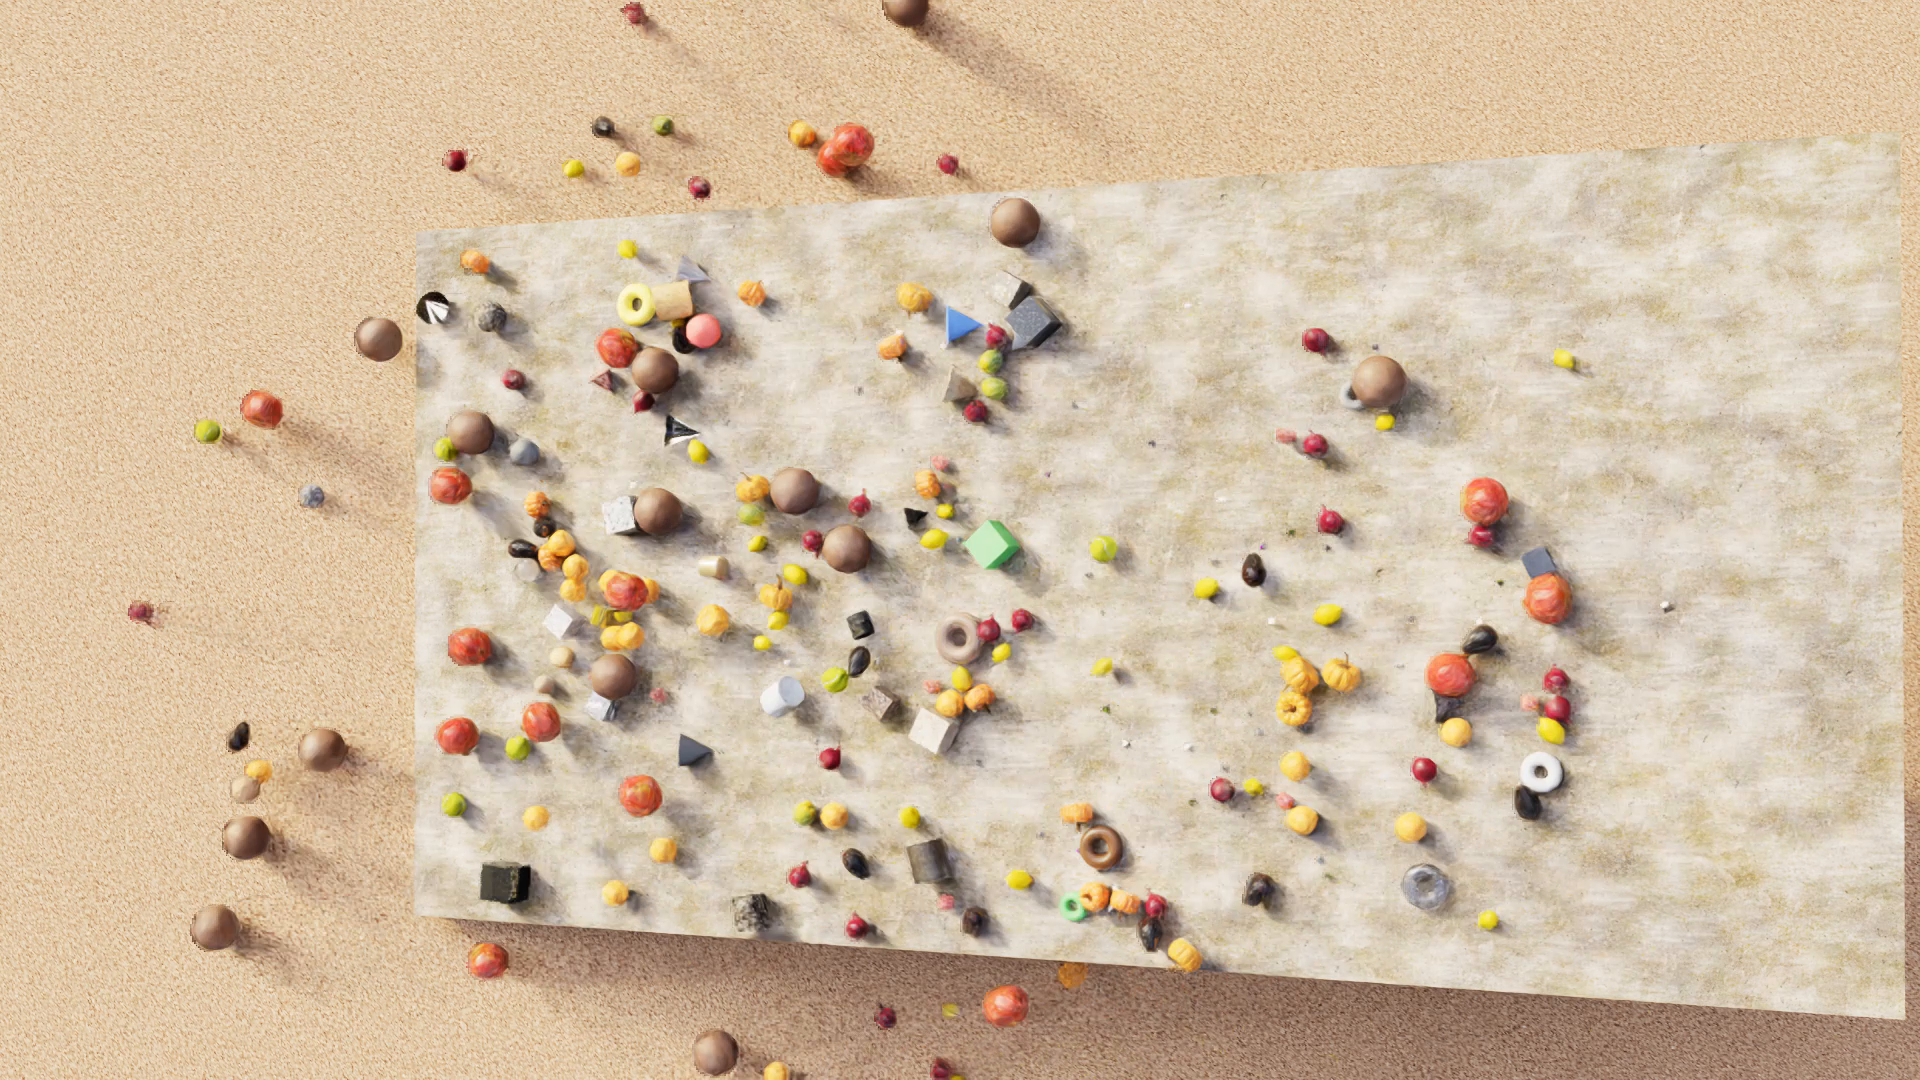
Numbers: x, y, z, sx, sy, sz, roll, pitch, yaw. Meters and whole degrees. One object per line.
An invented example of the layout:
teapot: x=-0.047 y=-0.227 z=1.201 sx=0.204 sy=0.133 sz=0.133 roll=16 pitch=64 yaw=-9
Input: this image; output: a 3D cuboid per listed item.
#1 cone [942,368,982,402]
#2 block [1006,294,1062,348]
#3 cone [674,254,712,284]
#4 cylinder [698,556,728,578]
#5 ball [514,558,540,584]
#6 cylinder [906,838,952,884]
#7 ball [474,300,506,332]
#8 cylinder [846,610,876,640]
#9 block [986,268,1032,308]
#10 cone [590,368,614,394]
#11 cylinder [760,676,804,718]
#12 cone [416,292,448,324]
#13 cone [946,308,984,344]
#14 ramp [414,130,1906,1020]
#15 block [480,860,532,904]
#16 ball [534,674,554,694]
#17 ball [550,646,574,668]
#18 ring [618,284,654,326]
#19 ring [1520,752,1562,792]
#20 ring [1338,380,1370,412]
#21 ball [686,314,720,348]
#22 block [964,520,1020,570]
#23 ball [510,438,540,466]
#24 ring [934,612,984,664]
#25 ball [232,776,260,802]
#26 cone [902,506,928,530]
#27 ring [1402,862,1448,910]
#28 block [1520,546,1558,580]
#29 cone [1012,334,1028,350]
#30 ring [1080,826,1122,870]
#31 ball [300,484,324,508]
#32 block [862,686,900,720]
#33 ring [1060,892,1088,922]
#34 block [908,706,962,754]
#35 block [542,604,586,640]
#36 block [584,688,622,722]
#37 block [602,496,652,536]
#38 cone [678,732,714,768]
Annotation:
cone: x=0.012 y=-0.396 z=5.774 sx=0.095 sy=0.095 sz=0.095 roll=15 pitch=89 yaw=-5
block: x=0.191 y=-0.564 z=5.678 sx=0.091 sy=0.091 sz=0.091 roll=-42 pitch=75 yaw=16
cone: x=-0.730 y=-0.732 z=6.073 sx=0.097 sy=0.097 sz=0.097 roll=18 pitch=89 yaw=-6
cylinder: x=-0.676 y=0.073 z=6.028 sx=0.060 sy=0.060 sz=0.060 roll=3 pitch=89 yaw=31
ball: x=-1.231 y=0.086 z=6.246 sx=0.075 sy=0.075 sz=0.075 roll=0 pitch=89 yaw=0
cylinder: x=-0.082 y=0.841 z=5.764 sx=0.099 sy=0.099 sz=0.099 roll=-14 pitch=84 yaw=0
ball: x=-1.346 y=-0.639 z=6.293 sx=0.091 sy=0.091 sz=0.091 roll=0 pitch=89 yaw=0
cylinder: x=-0.265 y=0.227 z=5.866 sx=0.060 sy=0.060 sz=0.060 roll=-27 pitch=96 yaw=0
block: x=0.125 y=-0.651 z=5.715 sx=0.074 sy=0.074 sz=0.074 roll=31 pitch=100 yaw=19
cone: x=-0.991 y=-0.438 z=6.179 sx=0.068 sy=0.068 sz=0.068 roll=-33 pitch=103 yaw=0
cylinder: x=-0.477 y=0.423 z=5.916 sx=0.085 sy=0.085 sz=0.085 roll=54 pitch=133 yaw=1
cone: x=-1.553 y=-0.694 z=6.401 sx=0.098 sy=0.098 sz=0.098 roll=-19 pitch=127 yaw=-28
cone: x=0.015 y=-0.564 z=5.774 sx=0.096 sy=0.096 sz=0.096 roll=0 pitch=89 yaw=-5
ramp: x=0.283 y=0.087 z=5.736 sx=4.000 sy=0.100 sz=2.000 roll=0 pitch=89 yaw=22
block: x=-1.292 y=0.972 z=6.246 sx=0.099 sy=0.099 sz=0.099 roll=5 pitch=91 yaw=22
ball: x=-1.178 y=0.410 z=6.231 sx=0.056 sy=0.056 sz=0.056 roll=0 pitch=89 yaw=0
ball: x=-1.122 y=0.331 z=6.204 sx=0.066 sy=0.066 sz=0.066 roll=0 pitch=89 yaw=0
ring: x=-0.903 y=-0.657 z=6.143 sx=0.121 sy=0.040 sz=0.121 roll=-1 pitch=88 yaw=23
ring: x=1.380 y=0.552 z=5.221 sx=0.097 sy=0.032 sz=0.097 roll=0 pitch=90 yaw=21
ring: x=0.969 y=-0.354 z=5.396 sx=0.077 sy=0.026 sz=0.077 roll=0 pitch=89 yaw=6
ball: x=-0.704 y=-0.574 z=6.033 sx=0.095 sy=0.095 sz=0.095 roll=0 pitch=89 yaw=0
block: x=0.084 y=0.013 z=5.715 sx=0.089 sy=0.089 sz=0.089 roll=-43 pitch=75 yaw=16
ball: x=-1.237 y=-0.249 z=6.249 sx=0.082 sy=0.082 sz=0.082 roll=0 pitch=89 yaw=0
ring: x=-0.001 y=0.257 z=5.769 sx=0.141 sy=0.047 sz=0.141 roll=0 pitch=91 yaw=22
ball: x=-2.070 y=0.722 z=6.376 sx=0.079 sy=0.079 sz=0.079 roll=0 pitch=89 yaw=0
cone: x=-0.113 y=-0.065 z=5.826 sx=0.065 sy=0.065 sz=0.065 roll=-15 pitch=89 yaw=-6
ring: x=1.124 y=0.837 z=5.317 sx=0.113 sy=0.038 sz=0.113 roll=0 pitch=90 yaw=21
block: x=1.372 y=0.053 z=5.215 sx=0.061 sy=0.061 sz=0.061 roll=-28 pitch=79 yaw=19
cone: x=0.168 y=-0.515 z=5.722 sx=0.054 sy=0.054 sz=0.054 roll=12 pitch=89 yaw=-5
ring: x=0.361 y=0.786 z=5.622 sx=0.115 sy=0.038 sz=0.115 roll=0 pitch=89 yaw=21
ball: x=-1.913 y=-0.131 z=6.493 sx=0.068 sy=0.068 sz=0.068 roll=0 pitch=89 yaw=0
block: x=-0.209 y=0.432 z=5.840 sx=0.064 sy=0.064 sz=0.064 roll=38 pitch=103 yaw=18
ring: x=0.292 y=0.942 z=5.654 sx=0.077 sy=0.026 sz=0.077 roll=0 pitch=89 yaw=23
block: x=-0.066 y=0.497 z=5.769 sx=0.088 sy=0.088 sz=0.088 roll=28 pitch=99 yaw=20
block: x=-1.116 y=0.230 z=6.201 sx=0.070 sy=0.070 sz=0.070 roll=39 pitch=103 yaw=18
block: x=-0.998 y=0.462 z=6.153 sx=0.065 sy=0.065 sz=0.065 roll=31 pitch=101 yaw=19
block: x=-0.928 y=-0.069 z=6.119 sx=0.090 sy=0.090 sz=0.090 roll=-15 pitch=84 yaw=21
cone: x=-0.723 y=0.580 z=6.054 sx=0.097 sy=0.097 sz=0.097 roll=2 pitch=89 yaw=-5
